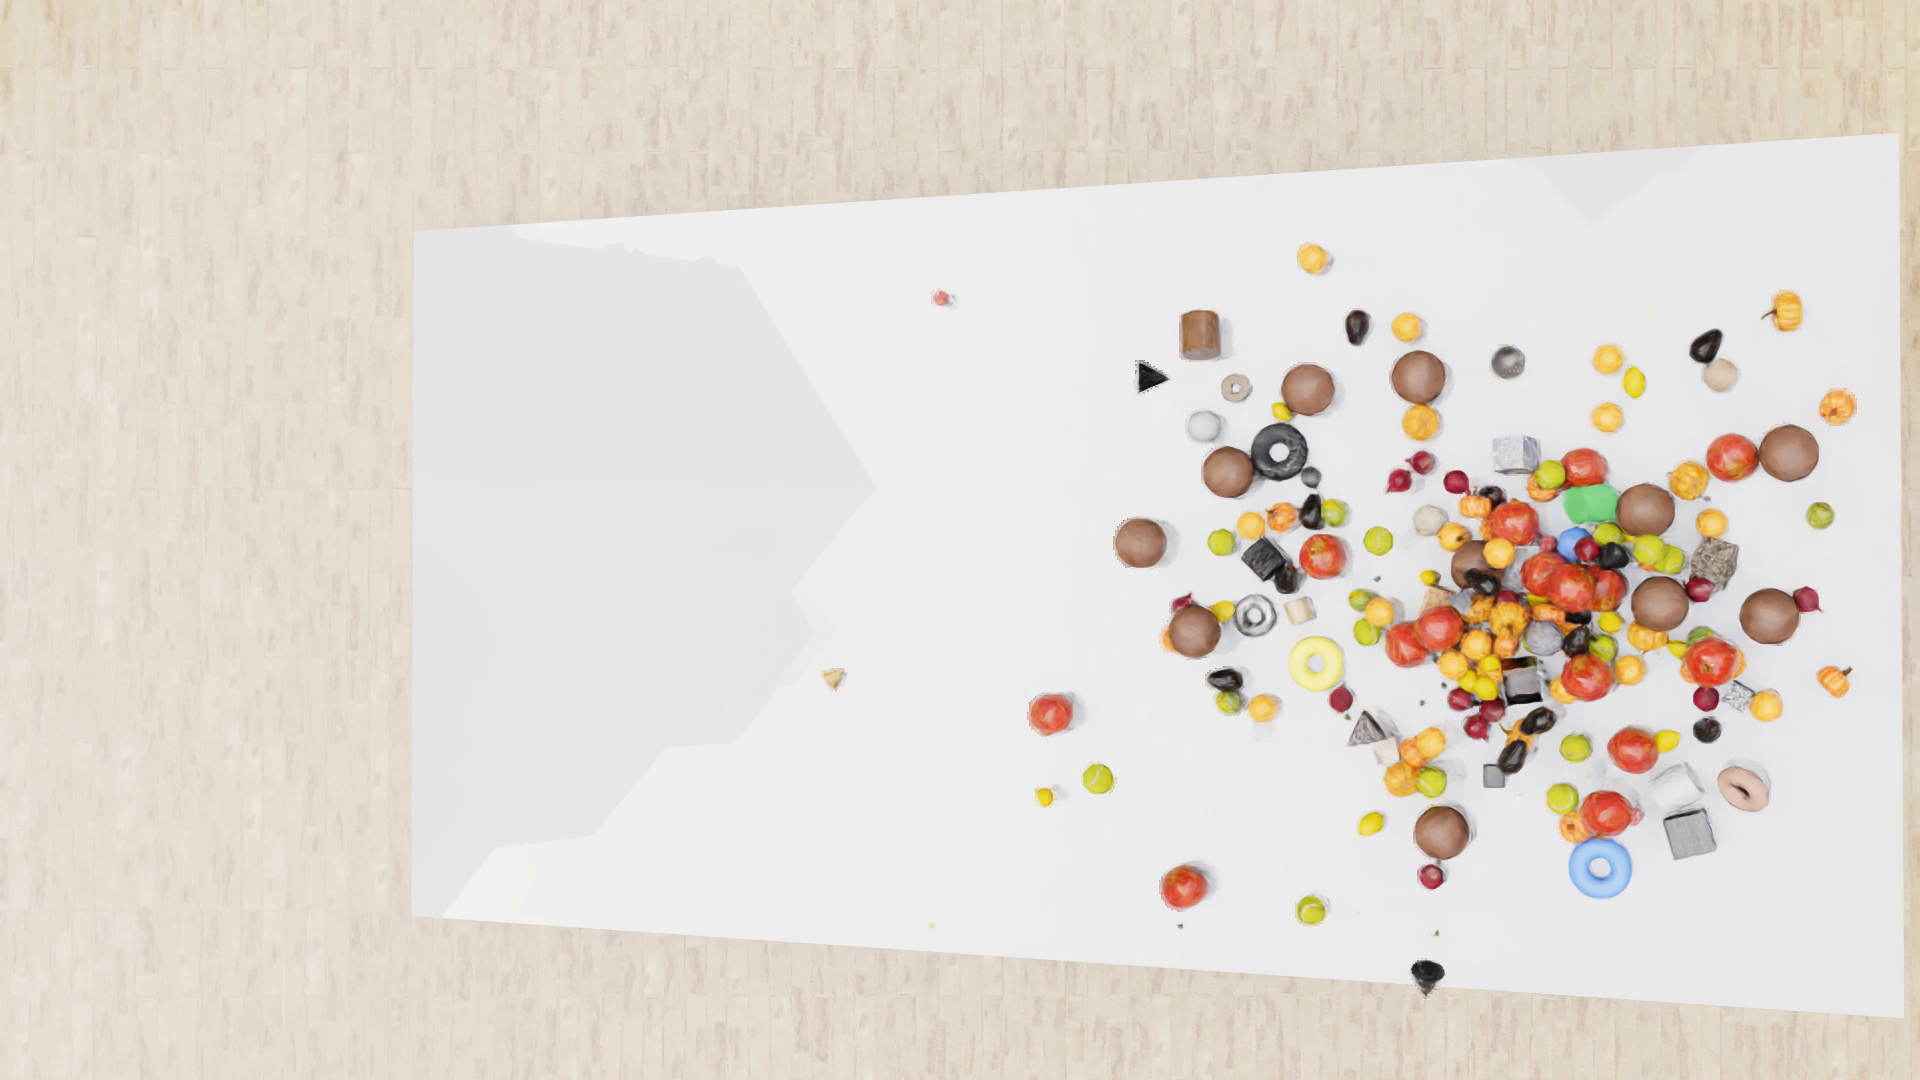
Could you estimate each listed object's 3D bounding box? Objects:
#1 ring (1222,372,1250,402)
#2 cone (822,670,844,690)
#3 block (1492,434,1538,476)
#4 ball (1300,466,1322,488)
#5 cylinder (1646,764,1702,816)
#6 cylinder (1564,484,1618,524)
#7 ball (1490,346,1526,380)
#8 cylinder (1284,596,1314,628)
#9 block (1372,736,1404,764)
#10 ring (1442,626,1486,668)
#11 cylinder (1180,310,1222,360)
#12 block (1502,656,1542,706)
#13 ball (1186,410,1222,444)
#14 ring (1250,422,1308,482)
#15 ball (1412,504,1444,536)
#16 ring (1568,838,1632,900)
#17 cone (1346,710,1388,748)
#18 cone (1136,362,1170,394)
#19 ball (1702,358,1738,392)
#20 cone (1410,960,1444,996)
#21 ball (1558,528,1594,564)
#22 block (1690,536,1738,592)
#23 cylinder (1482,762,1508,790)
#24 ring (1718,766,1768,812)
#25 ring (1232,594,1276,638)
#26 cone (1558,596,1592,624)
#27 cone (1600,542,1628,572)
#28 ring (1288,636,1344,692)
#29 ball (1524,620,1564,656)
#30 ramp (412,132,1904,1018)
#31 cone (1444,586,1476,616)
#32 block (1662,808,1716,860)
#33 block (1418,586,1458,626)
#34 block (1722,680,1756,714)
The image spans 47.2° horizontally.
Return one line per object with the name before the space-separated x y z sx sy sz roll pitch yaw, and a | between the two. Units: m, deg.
ring | 0.692 -0.382 5.521 0.075 0.025 0.075 -2 85 23
cone | -0.330 0.363 5.900 0.056 0.056 0.056 -38 89 8
block | 1.320 -0.202 5.228 0.078 0.078 0.078 -5 79 40
ball | 0.868 -0.155 5.433 0.055 0.055 0.055 0 89 0
cylinder | 1.653 0.580 5.089 0.090 0.090 0.090 -32 89 14
cylinder | 1.463 -0.084 5.104 0.086 0.086 0.086 -5 89 -20
ball | 1.308 -0.423 5.249 0.083 0.083 0.083 0 89 0
cylinder | 0.838 0.177 5.438 0.059 0.059 0.059 -26 100 0
block | 1.041 0.511 5.355 0.057 0.057 0.057 -16 84 20
ring | 1.216 0.258 5.302 0.106 0.035 0.106 0 91 22
cylinder | 0.603 -0.512 5.504 0.099 0.099 0.099 -1 75 0
block | 1.327 0.332 5.193 0.081 0.081 0.081 -9 113 17
ball | 0.612 -0.285 5.518 0.085 0.085 0.085 0 89 0
ring | 0.793 -0.219 5.466 0.147 0.049 0.147 -1 87 24
ball | 1.134 -0.048 5.317 0.076 0.076 0.076 0 89 0
ring | 1.506 0.772 5.175 0.145 0.048 0.145 -1 88 22
cone | 0.969 0.475 5.324 0.092 0.092 0.092 -40 89 6
cone | 0.494 -0.411 5.588 0.083 0.083 0.083 3 89 -2
ball | 1.756 -0.380 5.077 0.078 0.078 0.078 0 89 0
cone | 1.130 1.077 5.324 0.082 0.082 0.082 -3 117 0
ball | 1.452 0.012 5.186 0.085 0.085 0.085 0 89 0
block | 1.733 0.054 5.056 0.079 0.079 0.079 20 47 31
cylinder | 1.280 0.566 5.264 0.053 0.053 0.053 16 67 0
ring | 1.773 0.565 4.978 0.041 0.122 0.122 -41 89 -25
ring | 0.735 0.189 5.490 0.112 0.037 0.112 -1 87 22
cone | 1.445 0.180 5.215 0.072 0.072 0.072 19 57 -32
cone | 1.495 0.054 5.080 0.071 0.071 0.071 51 52 1
ring | 0.878 0.306 5.428 0.138 0.046 0.138 0 91 22
ball | 1.366 0.229 5.143 0.088 0.088 0.088 0 89 0
ramp | 0.282 0.087 5.742 4.000 0.100 2.000 0 89 21
cone | 1.199 0.132 5.206 0.071 0.071 0.071 41 101 0
block | 1.687 0.680 5.082 0.093 0.093 0.093 -17 83 20
block | 1.159 0.157 5.304 0.076 0.076 0.076 19 96 20
block | 1.793 0.361 5.065 0.054 0.054 0.054 34 101 18
